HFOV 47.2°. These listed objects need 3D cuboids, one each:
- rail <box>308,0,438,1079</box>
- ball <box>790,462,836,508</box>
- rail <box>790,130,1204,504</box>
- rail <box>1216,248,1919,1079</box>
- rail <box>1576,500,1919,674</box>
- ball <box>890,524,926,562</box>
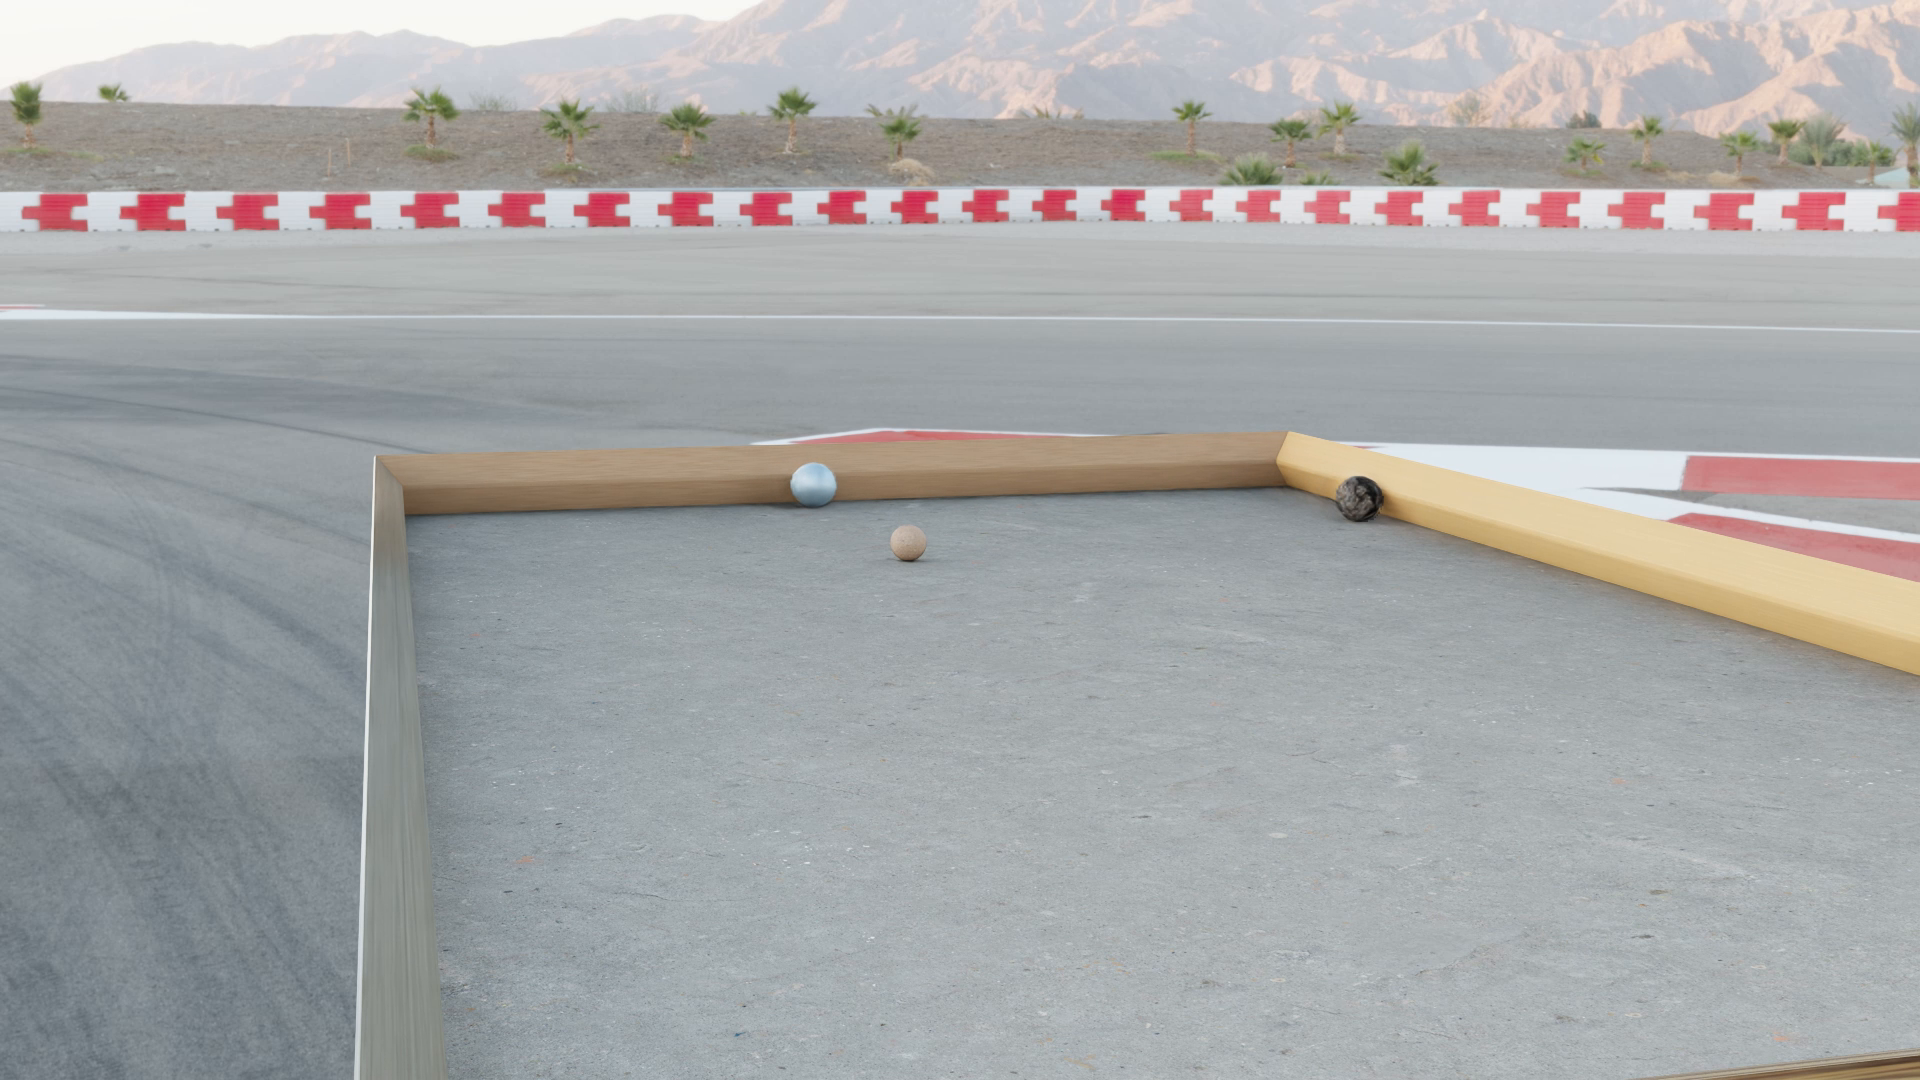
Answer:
[{"bbox_3d":[-0.624,0.119,2.391,0.104,3.037,0.045,-2,9,-14],"label":"rail"},{"bbox_3d":[-0.263,-0.099,3.943,0.080,0.080,0.080,0,8,0],"label":"ball"},{"bbox_3d":[-0.189,-0.126,4.038,1.712,0.104,0.045,-45,16,-5],"label":"rail"},{"bbox_3d":[0.571,0.305,1.147,1.712,0.104,0.045,43,-4,-16],"label":"rail"},{"bbox_3d":[0.997,0.059,2.800,0.045,0.104,3.037,-2,9,-14],"label":"rail"},{"bbox_3d":[-0.078,0.004,3.337,0.056,0.056,0.056,0,8,0],"label":"ball"}]
